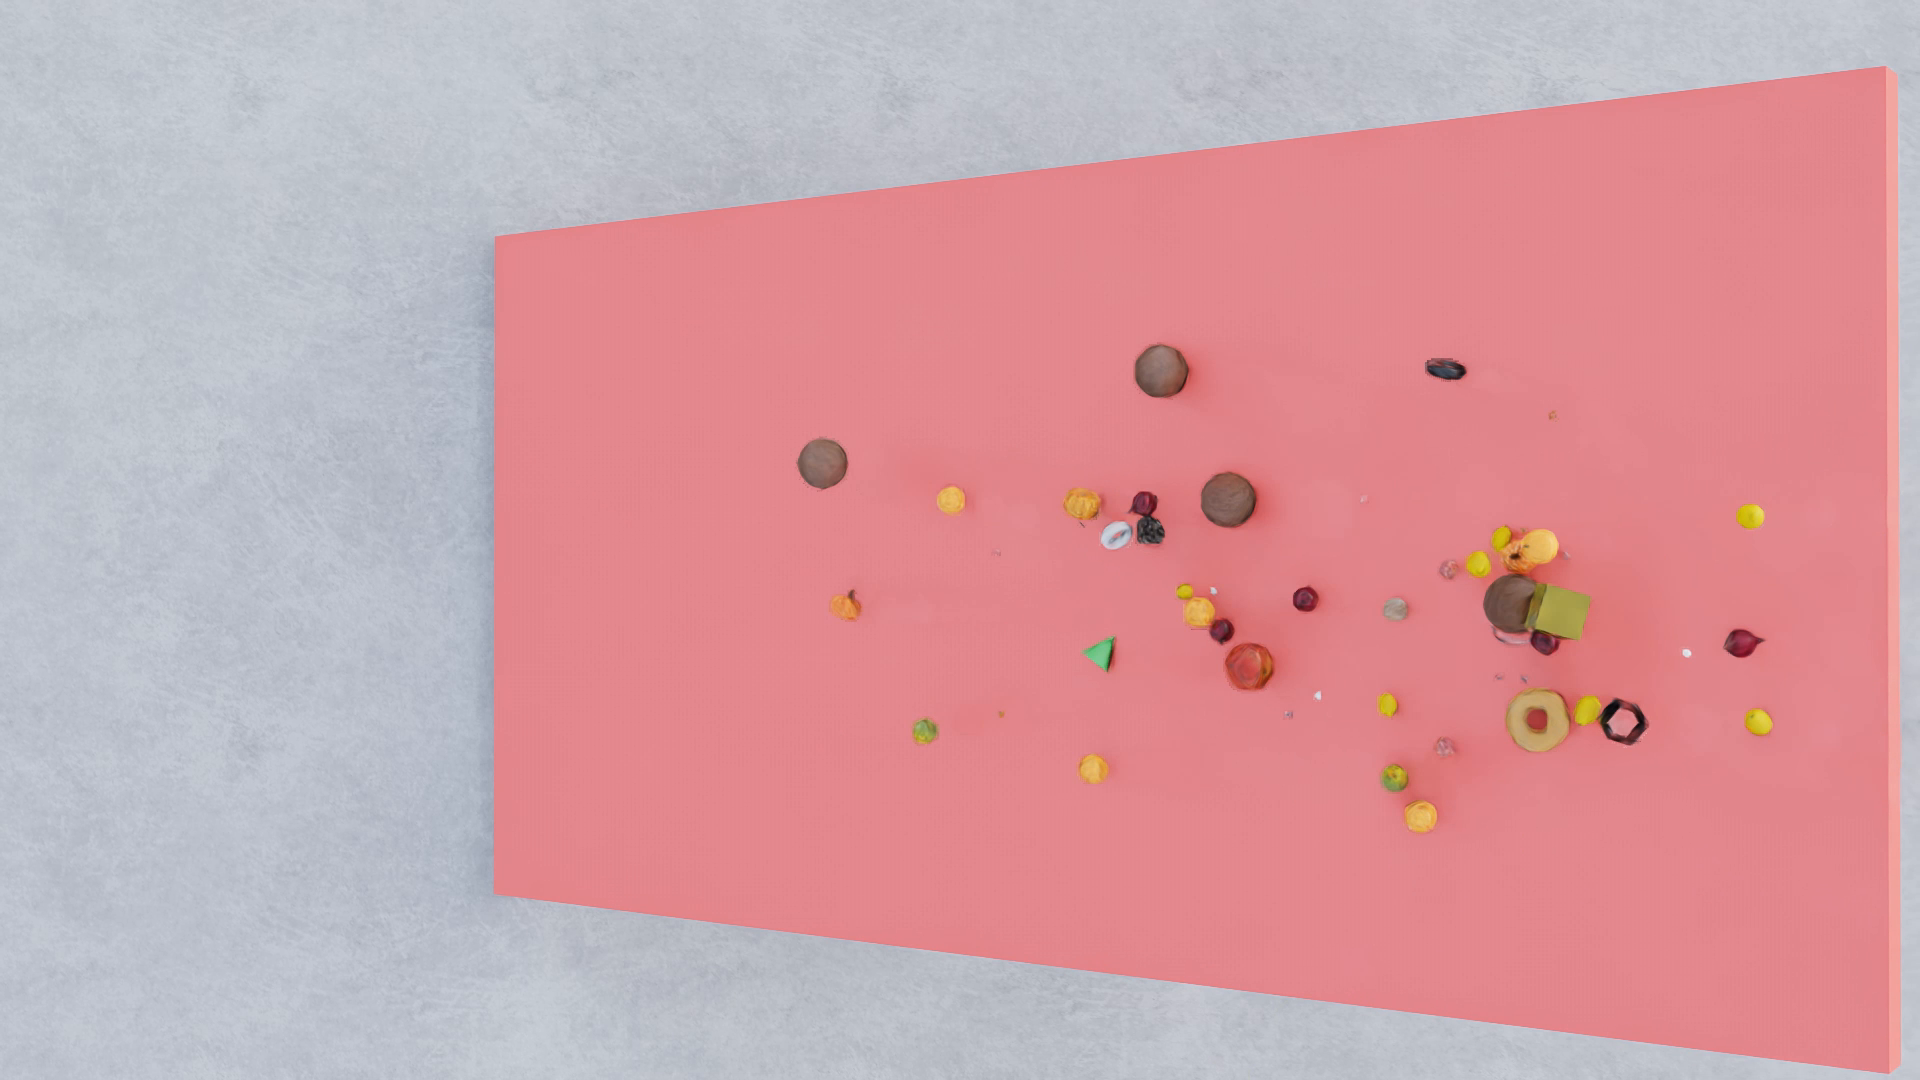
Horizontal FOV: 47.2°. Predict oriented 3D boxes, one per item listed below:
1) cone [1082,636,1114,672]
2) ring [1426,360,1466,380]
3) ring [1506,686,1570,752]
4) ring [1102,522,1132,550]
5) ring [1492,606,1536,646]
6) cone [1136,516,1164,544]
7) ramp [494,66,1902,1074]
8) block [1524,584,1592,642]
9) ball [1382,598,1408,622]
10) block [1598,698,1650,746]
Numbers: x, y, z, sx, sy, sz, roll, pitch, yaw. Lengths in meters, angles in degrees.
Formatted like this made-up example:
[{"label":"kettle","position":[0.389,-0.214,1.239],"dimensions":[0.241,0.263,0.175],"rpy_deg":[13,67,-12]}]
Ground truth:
[{"label":"cone","position":[0.354,0.267,5.388],"dimensions":[0.082,0.082,0.082],"rpy_deg":[38,90,0]},{"label":"ring","position":[1.074,-0.377,4.859],"dimensions":[0.086,0.086,0.029],"rpy_deg":[4,111,0]},{"label":"ring","position":[1.248,0.388,4.752],"dimensions":[0.142,0.047,0.142],"rpy_deg":[-1,89,35]},{"label":"ring","position":[0.378,-0.011,5.306],"dimensions":[0.081,0.081,0.027],"rpy_deg":[-31,47,0]},{"label":"ring","position":[1.203,0.187,4.773],"dimensions":[0.095,0.032,0.095],"rpy_deg":[-6,55,9]},{"label":"cone","position":[0.445,-0.009,5.337],"dimensions":[0.075,0.075,0.075],"rpy_deg":[10,63,-21]},{"label":"ramp","position":[0.241,0.067,5.564],"dimensions":[4.000,0.100,2.000],"rpy_deg":[0,89,36]},{"label":"block","position":[1.248,0.151,4.593],"dimensions":[0.096,0.096,0.096],"rpy_deg":[16,89,2]},{"label":"ball","position":[0.978,0.157,4.942],"dimensions":[0.056,0.056,0.056],"rpy_deg":[0,90,0]},{"label":"block","position":[1.393,0.382,4.618],"dimensions":[0.064,0.064,0.064],"rpy_deg":[18,122,-20]}]
